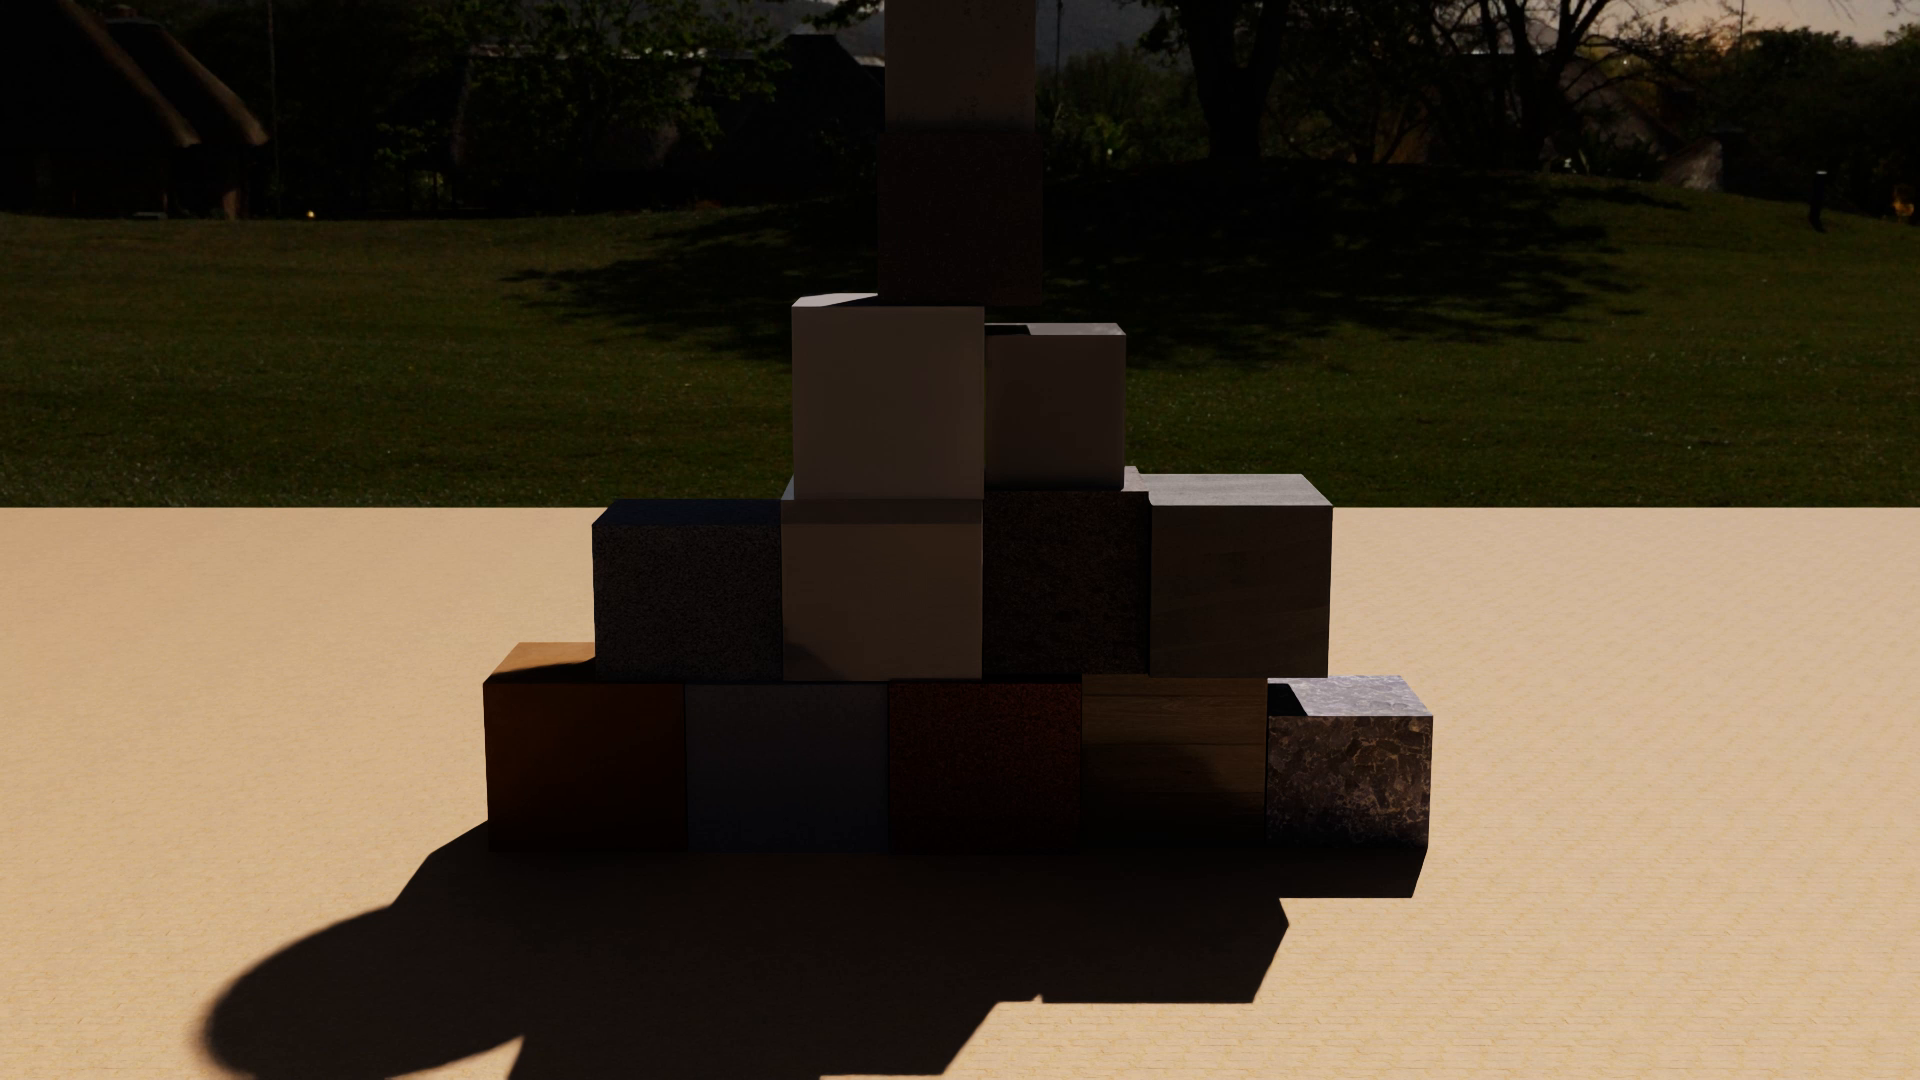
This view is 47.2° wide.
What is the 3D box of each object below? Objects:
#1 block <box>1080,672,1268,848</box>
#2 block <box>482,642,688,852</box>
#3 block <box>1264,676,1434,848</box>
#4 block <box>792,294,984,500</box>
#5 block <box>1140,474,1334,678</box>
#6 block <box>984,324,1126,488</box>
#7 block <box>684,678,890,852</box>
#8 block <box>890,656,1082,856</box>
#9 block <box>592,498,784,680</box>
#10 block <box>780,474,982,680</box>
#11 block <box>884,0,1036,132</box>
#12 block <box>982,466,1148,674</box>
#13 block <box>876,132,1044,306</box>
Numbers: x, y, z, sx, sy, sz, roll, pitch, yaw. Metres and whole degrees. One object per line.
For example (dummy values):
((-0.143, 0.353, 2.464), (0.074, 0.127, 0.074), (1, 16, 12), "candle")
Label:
((1.065, 1.031, 11.370), (0.920, 0.904, 0.807), (0, 10, 0), "block")
((-1.859, 1.052, 11.364), (0.989, 0.864, 0.913), (0, 10, 0), "block")
((1.945, 1.136, 11.406), (0.818, 0.684, 0.843), (0, 10, 0), "block")
((-0.345, -0.739, 11.048), (0.924, 0.935, 0.900), (0, 10, 0), "block")
((1.367, 0.164, 11.207), (0.875, 0.859, 1.010), (0, 10, 0), "block")
((0.466, -0.687, 11.069), (0.680, 0.752, 0.700), (0, 10, 0), "block")
((-0.856, 1.052, 11.367), (0.997, 0.863, 0.953), (0, 10, 0), "block")
((0.124, 1.046, 11.361), (0.943, 0.878, 1.011), (0, 10, 0), "block")
((-1.342, 0.240, 11.227), (0.924, 0.783, 0.804), (0, 10, 0), "block")
((-0.382, 0.168, 11.203), (0.978, 0.905, 0.905), (0, 10, 0), "block")
((0.000, -2.391, 10.745), (0.712, 0.791, 0.729), (0, 10, 0), "block")
((0.518, 0.138, 11.192), (0.802, 0.915, 0.831), (0, 10, 0), "block")
((0.000, -1.599, 10.884), (0.788, 0.817, 0.836), (0, 10, 0), "block")
